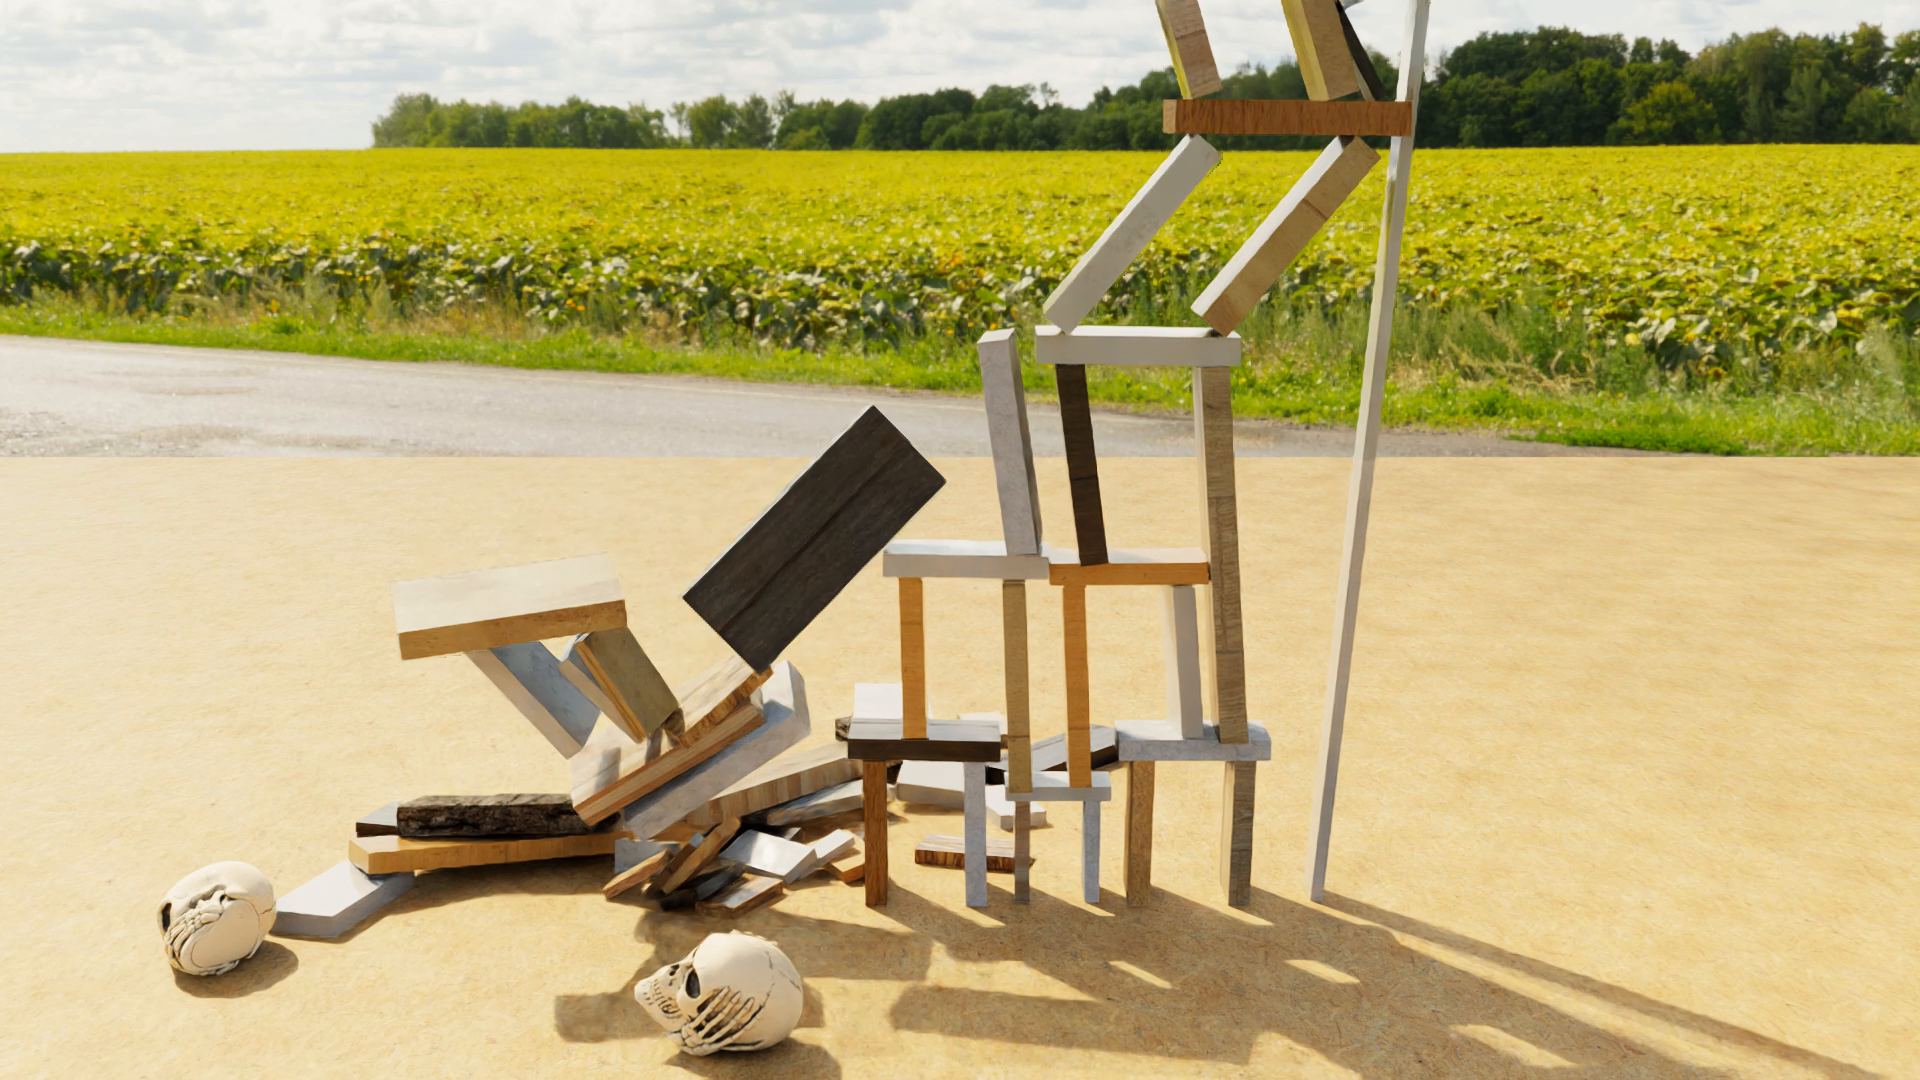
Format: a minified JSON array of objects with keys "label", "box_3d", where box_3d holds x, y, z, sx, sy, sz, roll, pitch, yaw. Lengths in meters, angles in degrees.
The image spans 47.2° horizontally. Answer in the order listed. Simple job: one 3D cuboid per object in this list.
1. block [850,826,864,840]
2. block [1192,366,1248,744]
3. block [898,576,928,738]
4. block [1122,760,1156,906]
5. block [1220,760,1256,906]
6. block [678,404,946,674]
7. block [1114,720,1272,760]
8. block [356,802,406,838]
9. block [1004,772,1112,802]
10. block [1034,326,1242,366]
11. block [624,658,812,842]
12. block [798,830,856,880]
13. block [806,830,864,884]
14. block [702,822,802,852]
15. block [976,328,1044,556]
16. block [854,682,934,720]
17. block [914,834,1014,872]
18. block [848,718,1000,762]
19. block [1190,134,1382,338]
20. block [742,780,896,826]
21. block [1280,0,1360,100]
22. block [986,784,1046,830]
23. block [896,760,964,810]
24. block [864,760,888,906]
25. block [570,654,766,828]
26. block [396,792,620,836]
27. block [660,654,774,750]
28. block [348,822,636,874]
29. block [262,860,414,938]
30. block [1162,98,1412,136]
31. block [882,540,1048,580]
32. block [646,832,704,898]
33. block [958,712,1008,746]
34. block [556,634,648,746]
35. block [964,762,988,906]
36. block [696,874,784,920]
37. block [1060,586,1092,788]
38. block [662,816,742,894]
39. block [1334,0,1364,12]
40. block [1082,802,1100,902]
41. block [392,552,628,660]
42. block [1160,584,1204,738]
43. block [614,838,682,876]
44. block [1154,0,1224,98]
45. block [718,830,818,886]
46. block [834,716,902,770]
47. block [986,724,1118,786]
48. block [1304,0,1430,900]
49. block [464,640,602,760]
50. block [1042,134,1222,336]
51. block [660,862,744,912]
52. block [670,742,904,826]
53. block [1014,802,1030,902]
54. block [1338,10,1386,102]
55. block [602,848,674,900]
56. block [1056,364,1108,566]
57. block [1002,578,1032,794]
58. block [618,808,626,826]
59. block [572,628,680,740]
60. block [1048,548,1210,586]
[{"label":"block","box_3d":[-0.184,0.533,3.933,0.053,0.015,0.105,9,14,39]},{"label":"block","box_3d":[0.420,0.015,3.551,0.045,0.607,0.159,-4,11,2]},{"label":"block","box_3d":[-0.075,0.179,3.589,0.037,0.264,0.132,-1,10,1]},{"label":"block","box_3d":[0.296,0.468,3.648,0.035,0.247,0.123,1,11,0]},{"label":"block","box_3d":[0.460,0.468,3.649,0.035,0.247,0.123,1,11,-1]},{"label":"block","box_3d":[-0.235,-0.003,3.535,0.435,0.175,0.050,-46,12,-10]},{"label":"block","box_3d":[0.381,0.329,3.621,0.247,0.035,0.123,0,11,0]},{"label":"block","box_3d":[-0.942,0.517,3.962,0.254,0.036,0.127,3,11,15]},{"label":"block","box_3d":[0.161,0.407,3.634,0.174,0.025,0.087,0,11,0]},{"label":"block","box_3d":[0.279,-0.309,3.495,0.318,0.045,0.159,1,11,1]},{"label":"block","box_3d":[-0.405,0.347,3.641,0.341,0.048,0.171,-33,28,9]},{"label":"block","box_3d":[-0.240,0.540,3.781,0.117,0.015,0.053,-31,24,-25]},{"label":"block","box_3d":[-0.197,0.546,3.799,0.080,0.023,0.160,-19,18,-23]},{"label":"block","box_3d":[-0.369,0.530,3.890,0.160,0.023,0.080,3,19,22]},{"label":"block","box_3d":[0.082,-0.159,3.528,0.048,0.341,0.171,-7,10,7]},{"label":"block","box_3d":[-0.140,0.356,4.545,0.159,0.045,0.318,2,9,-3]},{"label":"block","box_3d":[0.020,0.545,3.839,0.181,0.026,0.090,3,11,15]},{"label":"block","box_3d":[-0.058,0.328,3.615,0.247,0.035,0.123,1,11,0]},{"label":"block","box_3d":[0.507,-0.480,3.455,0.051,0.359,0.180,39,9,-7]},{"label":"block","box_3d":[-0.258,0.483,4.044,0.280,0.026,0.090,-8,10,-36]},{"label":"block","box_3d":[0.528,-0.848,3.383,0.048,0.339,0.170,-18,11,2]},{"label":"block","box_3d":[0.087,0.496,4.103,0.090,0.026,0.181,-4,11,-19]},{"label":"block","box_3d":[-0.042,0.437,4.247,0.131,0.037,0.261,7,20,4]},{"label":"block","box_3d":[-0.139,0.467,3.641,0.035,0.247,0.123,0,12,-1]},{"label":"block","box_3d":[-0.486,0.326,3.635,0.341,0.048,0.171,-31,28,5]},{"label":"block","box_3d":[-0.783,0.477,3.832,0.351,0.050,0.175,-1,-1,1]},{"label":"block","box_3d":[-0.397,0.256,3.575,0.187,0.027,0.094,-41,29,-14]},{"label":"block","box_3d":[-0.802,0.525,3.788,0.468,0.036,0.127,-1,4,-30]},{"label":"block","box_3d":[-1.014,0.585,3.599,0.127,0.036,0.254,3,11,15]},{"label":"block","box_3d":[0.504,-0.657,3.419,0.359,0.051,0.180,0,11,-1]},{"label":"block","box_3d":[0.011,0.031,3.556,0.264,0.037,0.132,1,10,2]},{"label":"block","box_3d":[-0.474,0.540,3.660,0.017,0.117,0.058,42,13,0]},{"label":"block","box_3d":[0.060,0.399,4.630,0.090,0.025,0.180,-3,11,-14]},{"label":"block","box_3d":[-0.573,0.242,3.584,0.027,0.187,0.094,-38,18,19]},{"label":"block","box_3d":[0.025,0.468,3.645,0.035,0.247,0.123,-1,11,0]},{"label":"block","box_3d":[-0.363,0.587,3.625,0.075,0.021,0.150,5,12,26]},{"label":"block","box_3d":[0.190,0.226,3.614,0.036,0.337,0.127,-2,11,1]},{"label":"block","box_3d":[-0.430,0.527,3.657,0.021,0.150,0.075,44,19,8]},{"label":"block","box_3d":[0.644,-0.854,3.393,0.145,0.021,0.072,-25,10,-1]},{"label":"block","box_3d":[0.217,0.504,3.655,0.025,0.174,0.087,0,11,0]},{"label":"block","box_3d":[-0.721,0.103,3.512,0.351,0.050,0.176,-8,28,-14]},{"label":"block","box_3d":[0.363,0.185,3.604,0.036,0.254,0.127,-5,11,-4]},{"label":"block","box_3d":[-0.532,0.543,3.755,0.117,0.059,0.017,3,0,14]},{"label":"block","box_3d":[0.324,-0.848,3.370,0.048,0.339,0.170,-17,10,4]},{"label":"block","box_3d":[-0.330,0.544,3.774,0.160,0.023,0.080,9,36,40]},{"label":"block","box_3d":[-0.111,0.412,4.502,0.159,0.045,0.318,-6,12,-31]},{"label":"block","box_3d":[0.201,0.435,4.403,0.131,0.037,0.382,9,14,39]},{"label":"block","box_3d":[0.651,-0.141,3.535,0.021,1.489,0.072,5,10,-1]},{"label":"block","box_3d":[-0.698,0.224,3.584,0.037,0.261,0.131,-34,18,21]},{"label":"block","box_3d":[0.266,-0.483,3.455,0.051,0.359,0.180,40,9,-6]},{"label":"block","box_3d":[-0.425,0.572,3.633,0.075,0.021,0.150,-20,1,25]},{"label":"block","box_3d":[-0.338,0.449,4.102,0.159,0.045,0.634,-6,2,30]},{"label":"block","box_3d":[0.102,0.505,3.652,0.025,0.174,0.087,0,11,0]},{"label":"block","box_3d":[0.612,-0.749,3.405,0.021,0.145,0.072,-29,10,4]},{"label":"block","box_3d":[-0.536,0.555,3.658,0.117,0.017,0.058,-29,6,10]},{"label":"block","box_3d":[0.195,-0.130,3.527,0.045,0.318,0.159,-7,11,3]},{"label":"block","box_3d":[0.093,0.226,3.588,0.037,0.347,0.132,-2,11,1]},{"label":"block","box_3d":[-0.561,0.480,4.013,0.180,0.090,0.025,-6,12,-30]},{"label":"block","box_3d":[-0.535,0.217,3.533,0.027,0.187,0.094,-22,16,39]},{"label":"block","box_3d":[0.271,0.043,3.571,0.254,0.036,0.127,0,11,1]}]
